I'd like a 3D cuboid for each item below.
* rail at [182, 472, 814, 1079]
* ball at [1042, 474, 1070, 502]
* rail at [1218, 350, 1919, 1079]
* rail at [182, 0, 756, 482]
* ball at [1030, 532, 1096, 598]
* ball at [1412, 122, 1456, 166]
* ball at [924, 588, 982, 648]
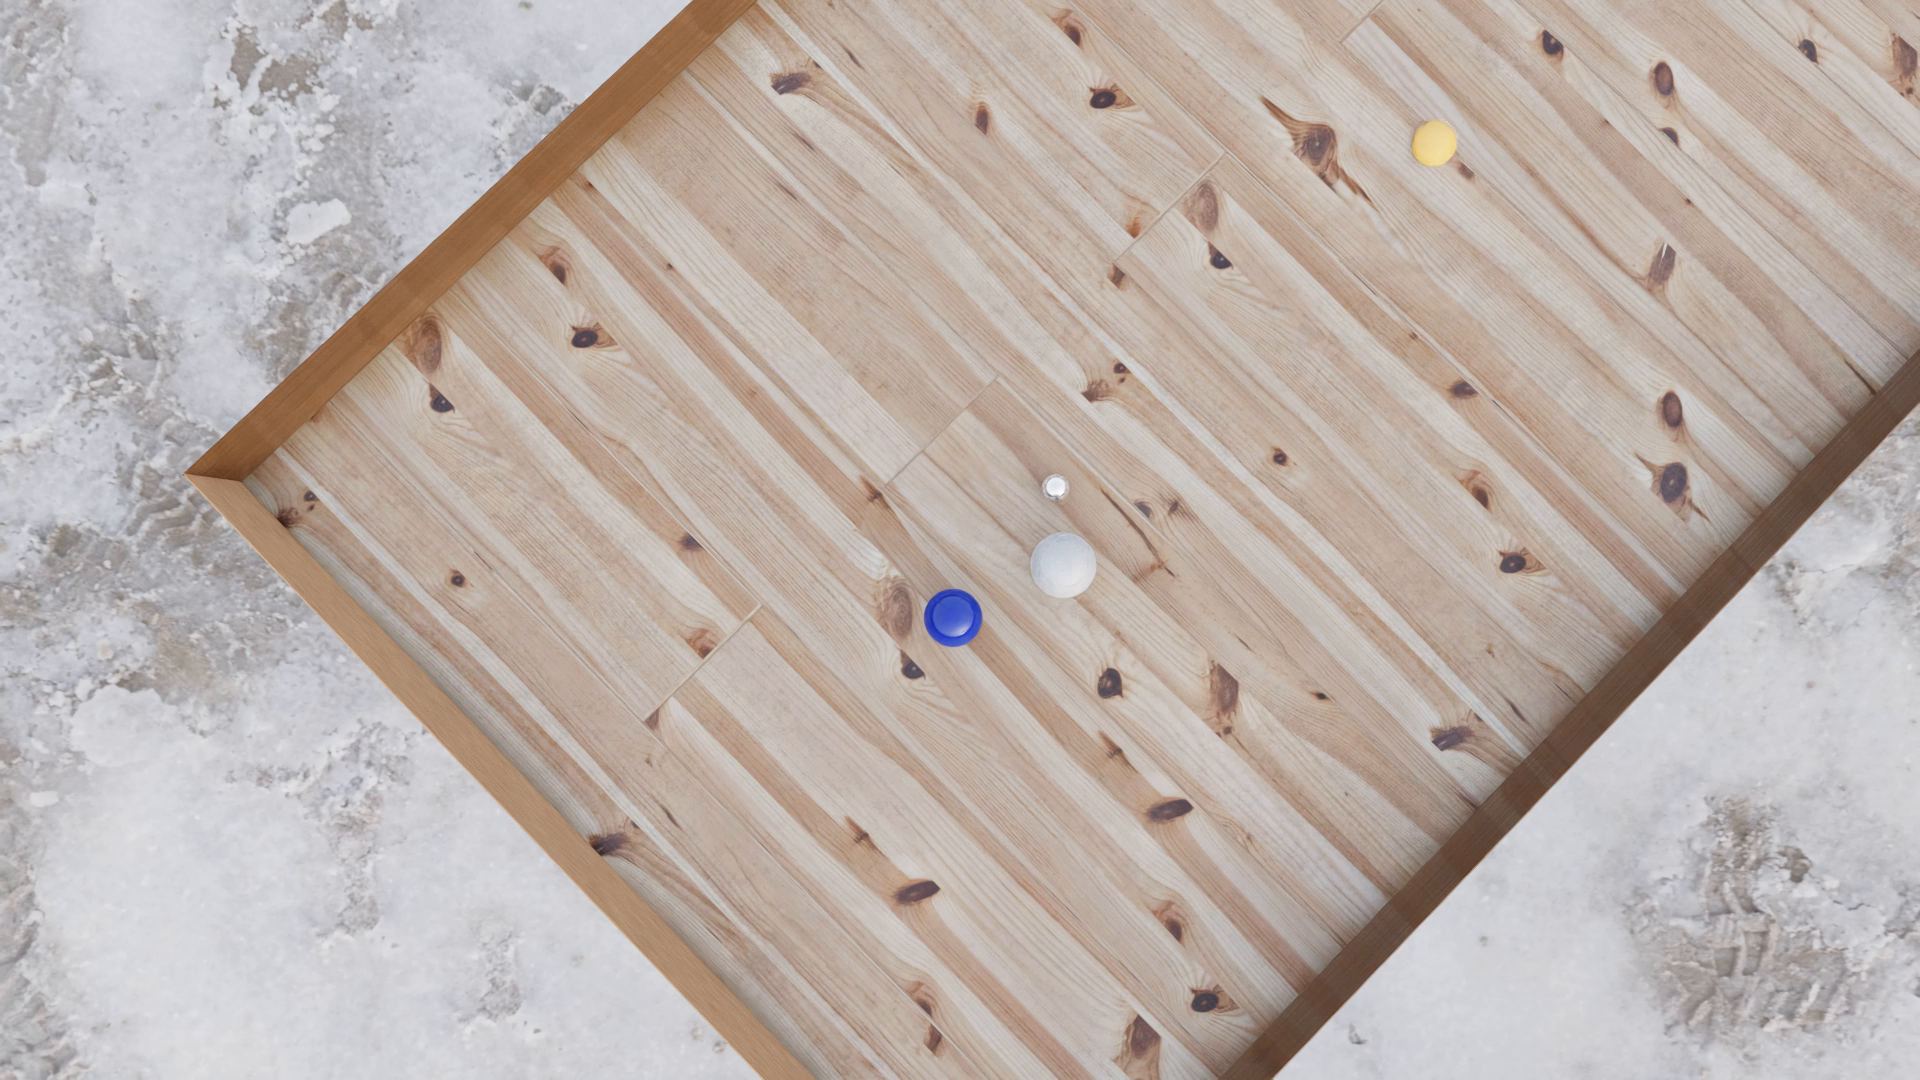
[{"bbox_3d":[-0.509,0.497,3.165,0.045,0.128,1.714,-45,84,-6],"label":"rail"},{"bbox_3d":[0.144,-0.078,3.301,0.042,0.042,0.042,0,81,0],"label":"ball"},{"bbox_3d":[1.114,0.061,3.234,2.969,0.128,0.045,-45,84,-6],"label":"rail"},{"bbox_3d":[-0.063,-1.105,3.419,2.969,0.128,0.045,-45,84,-6],"label":"rail"},{"bbox_3d":[0.153,0.037,3.254,0.098,0.098,0.098,0,81,0],"label":"ball"},{"bbox_3d":[0.726,-0.607,3.371,0.068,0.068,0.068,0,81,0],"label":"ball"},{"bbox_3d":[-0.010,0.115,3.247,0.087,0.087,0.087,0,81,0],"label":"ball"}]
